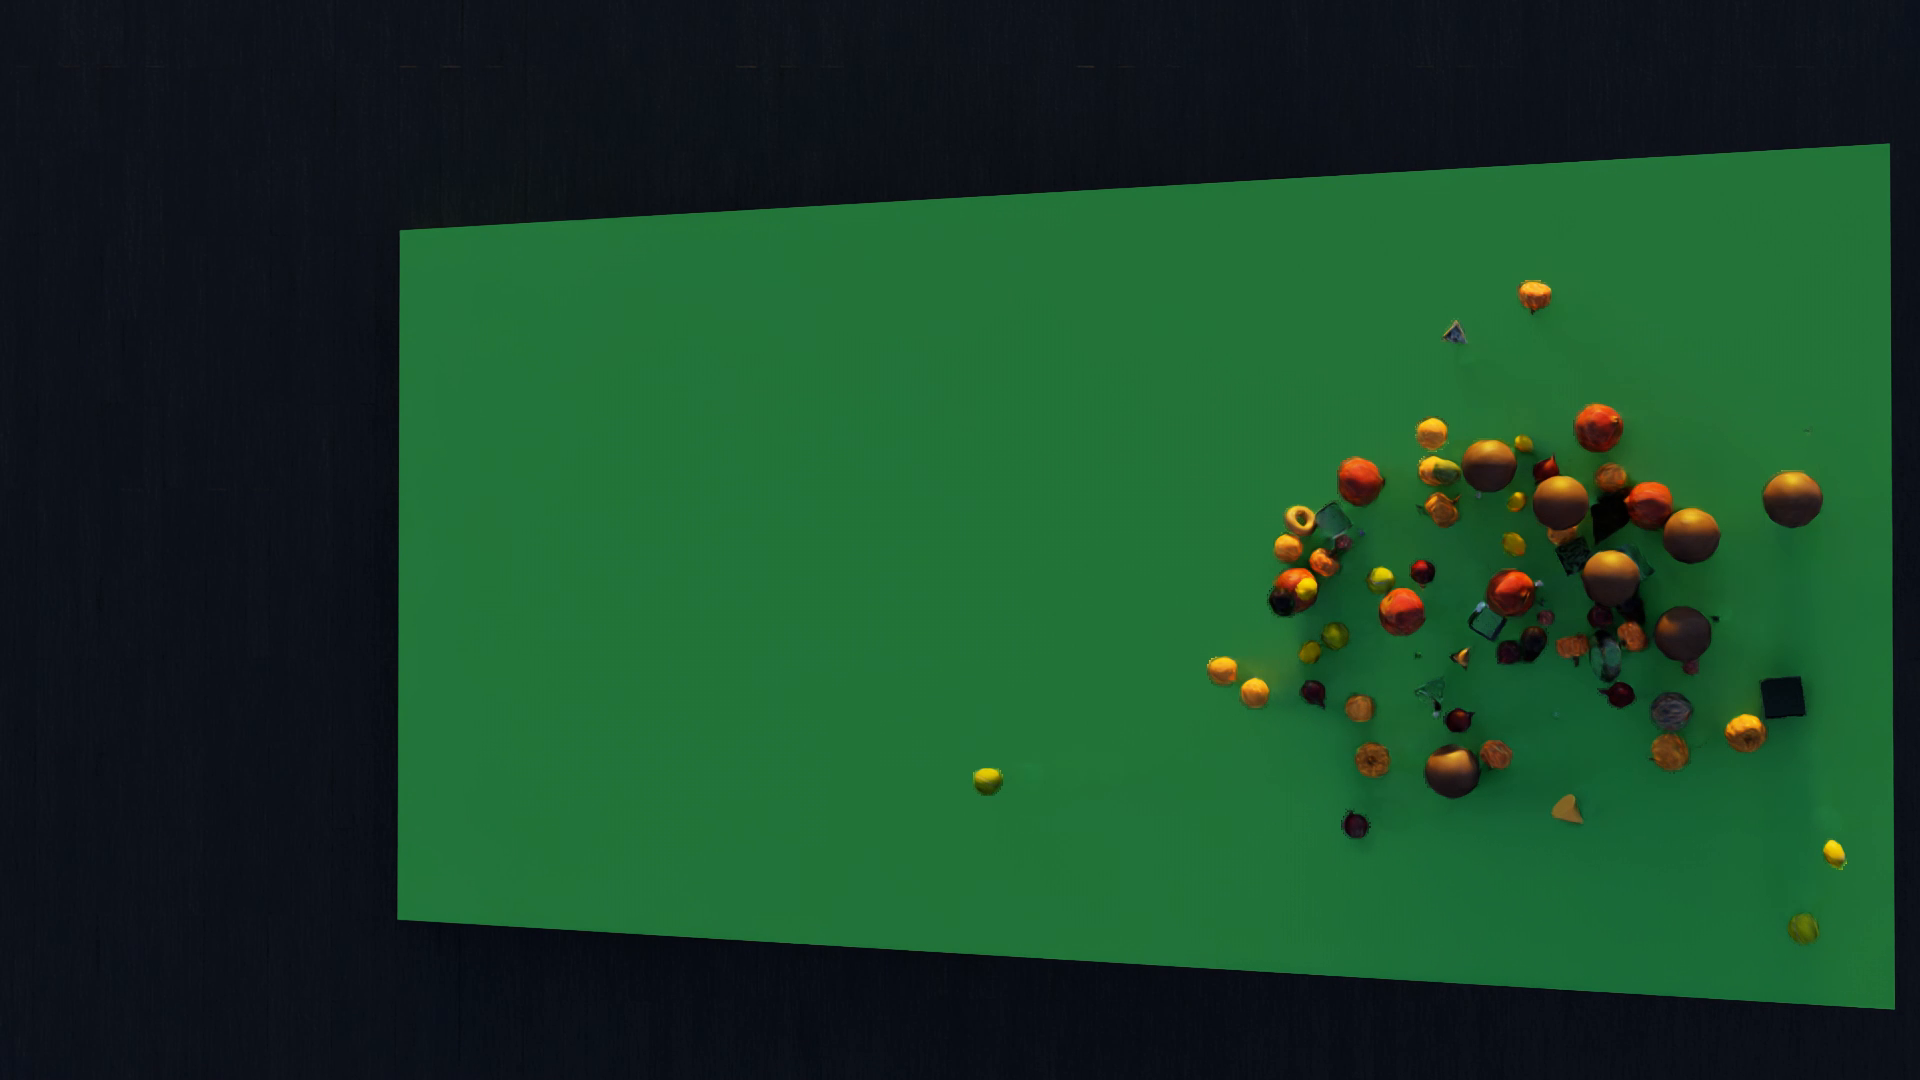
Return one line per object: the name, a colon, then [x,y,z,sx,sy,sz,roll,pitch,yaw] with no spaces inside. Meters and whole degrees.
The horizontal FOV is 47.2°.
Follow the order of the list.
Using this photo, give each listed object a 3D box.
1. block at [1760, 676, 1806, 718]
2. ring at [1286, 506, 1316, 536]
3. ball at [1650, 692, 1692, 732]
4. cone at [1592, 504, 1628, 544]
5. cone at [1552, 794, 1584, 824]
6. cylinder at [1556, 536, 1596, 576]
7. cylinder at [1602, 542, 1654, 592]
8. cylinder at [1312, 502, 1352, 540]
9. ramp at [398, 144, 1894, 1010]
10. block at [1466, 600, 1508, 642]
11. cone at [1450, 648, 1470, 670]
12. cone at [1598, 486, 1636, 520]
block: [1.912,0.365,5.111,0.087,0.087,0.087,-8,87,19]
ring: [0.853,-0.047,5.494,0.084,0.028,0.084,7,62,-14]
ball: [1.677,0.404,5.184,0.094,0.094,0.094,0,89,0]
cone: [1.540,-0.024,5.269,0.093,0.093,0.093,16,123,0]
cone: [1.475,0.662,5.287,0.072,0.072,0.072,41,89,-2]
cylinder: [1.472,0.037,5.254,0.073,0.073,0.073,-26,89,16]
cylinder: [1.588,0.064,5.227,0.088,0.088,0.088,-33,79,0]
cylinder: [0.926,-0.047,5.465,0.071,0.071,0.071,-35,79,0]
ramp: [0.279,0.091,5.777,4.000,0.100,2.000,0,89,19]
block: [1.278,0.197,5.333,0.063,0.063,0.063,31,104,-4]
cone: [1.231,0.280,5.370,0.052,0.052,0.052,37,92,0]
cone: [1.559,-0.092,5.261,0.082,0.082,0.082,-9,103,-43]
